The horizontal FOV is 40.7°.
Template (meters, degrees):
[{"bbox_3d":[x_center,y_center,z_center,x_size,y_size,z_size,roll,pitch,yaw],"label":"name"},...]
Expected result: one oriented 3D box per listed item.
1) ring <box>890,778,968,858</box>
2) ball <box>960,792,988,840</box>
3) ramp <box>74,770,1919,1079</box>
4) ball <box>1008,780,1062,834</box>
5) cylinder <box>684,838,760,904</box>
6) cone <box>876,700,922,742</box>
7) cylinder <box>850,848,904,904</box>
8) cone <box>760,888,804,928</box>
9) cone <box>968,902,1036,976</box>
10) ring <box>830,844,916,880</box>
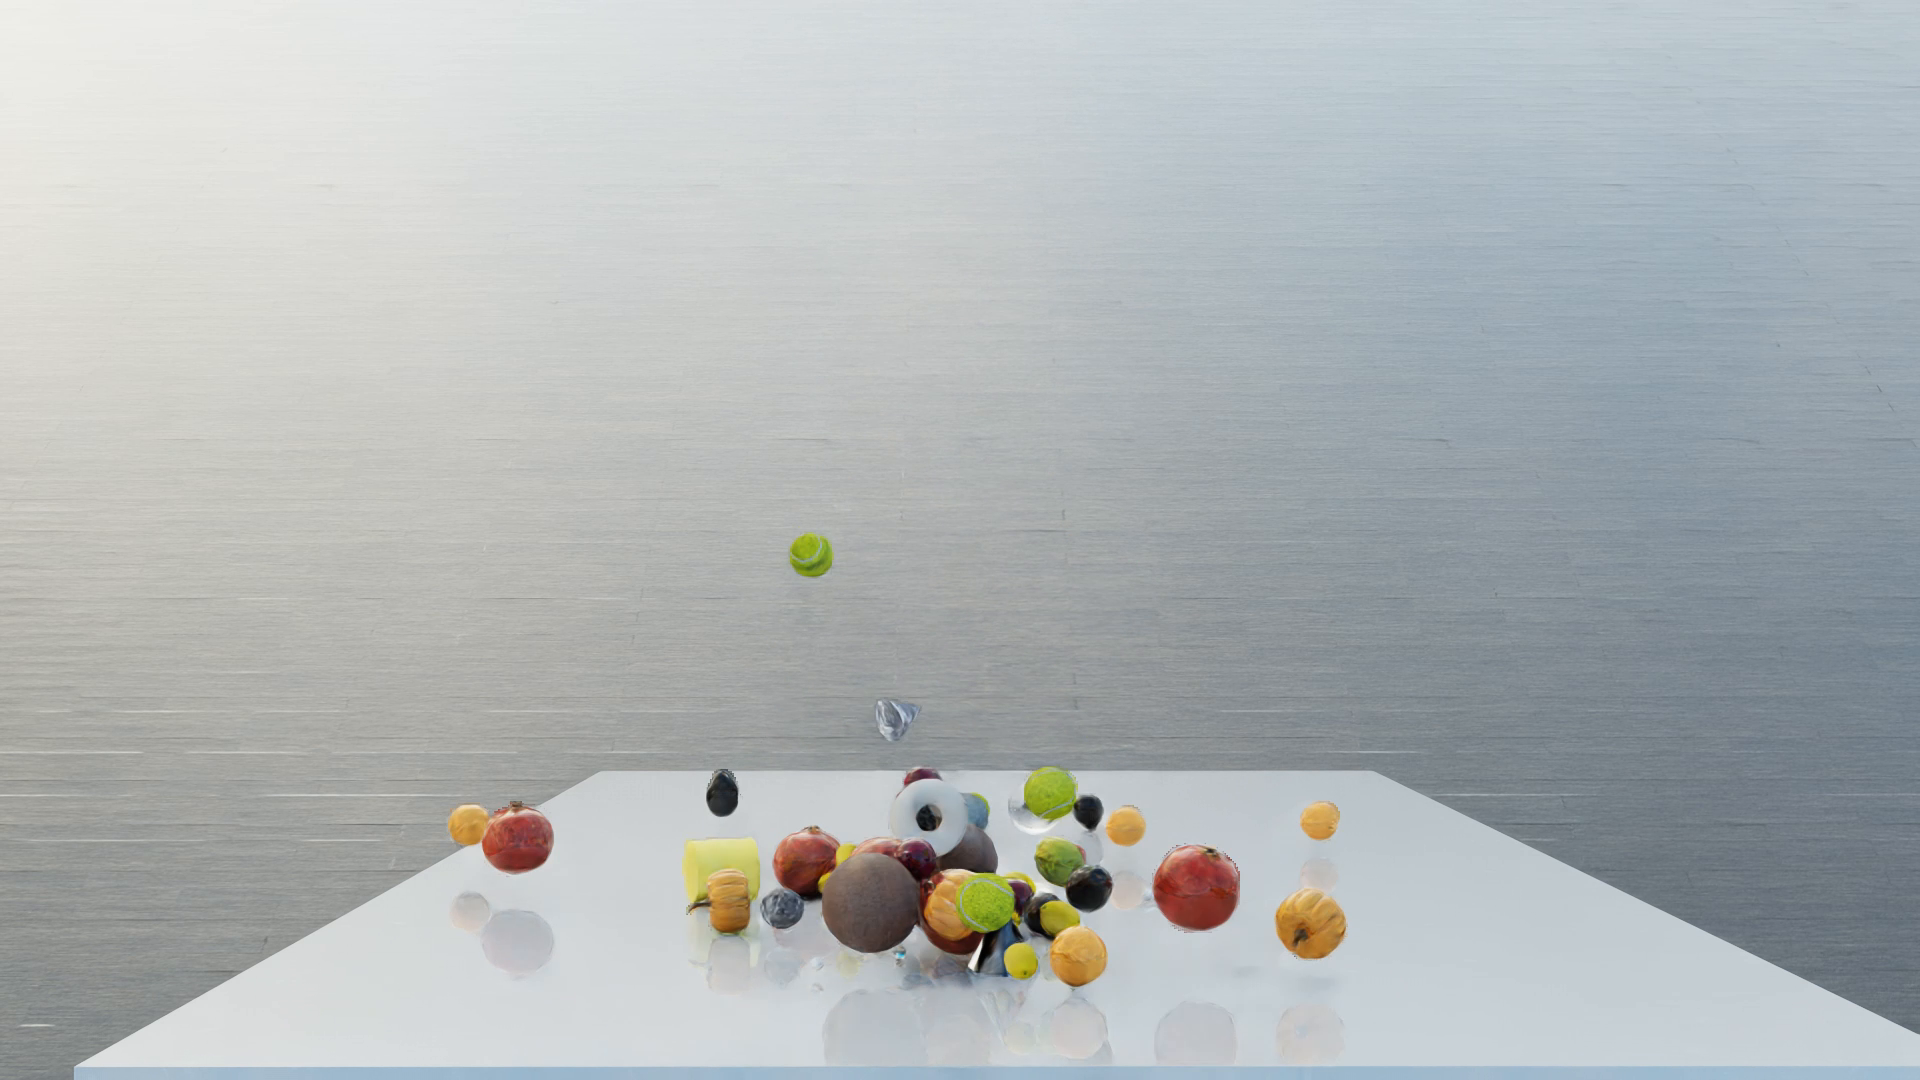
[{"bbox_3d":[-0.045,0.412,3.840,0.118,0.118,0.039,-9,3,-14],"label":"ring"},{"bbox_3d":[0.010,0.533,4.998,0.091,0.091,0.091,0,32,0],"label":"ball"},{"bbox_3d":[0.071,0.625,4.714,2.000,0.100,4.000,0,-1,0],"label":"ramp"},{"bbox_3d":[0.135,0.482,4.673,0.097,0.097,0.097,0,32,0],"label":"ball"},{"bbox_3d":[-0.371,0.515,4.040,0.098,0.098,0.098,-1,31,-18],"label":"cylinder"},{"bbox_3d":[-0.087,0.280,4.169,0.071,0.071,0.071,-20,37,-37],"label":"cone"},{"bbox_3d":[-0.129,0.521,4.017,0.070,0.070,0.070,-8,12,-13],"label":"cylinder"},{"bbox_3d":[-0.251,0.509,3.657,0.061,0.061,0.061,2,61,-4],"label":"cone"},{"bbox_3d":[0.056,0.508,3.352,0.088,0.088,0.088,1,8,0],"label":"cone"},{"bbox_3d":[-0.145,0.537,4.310,0.143,0.143,0.048,-4,77,-1],"label":"ring"}]
